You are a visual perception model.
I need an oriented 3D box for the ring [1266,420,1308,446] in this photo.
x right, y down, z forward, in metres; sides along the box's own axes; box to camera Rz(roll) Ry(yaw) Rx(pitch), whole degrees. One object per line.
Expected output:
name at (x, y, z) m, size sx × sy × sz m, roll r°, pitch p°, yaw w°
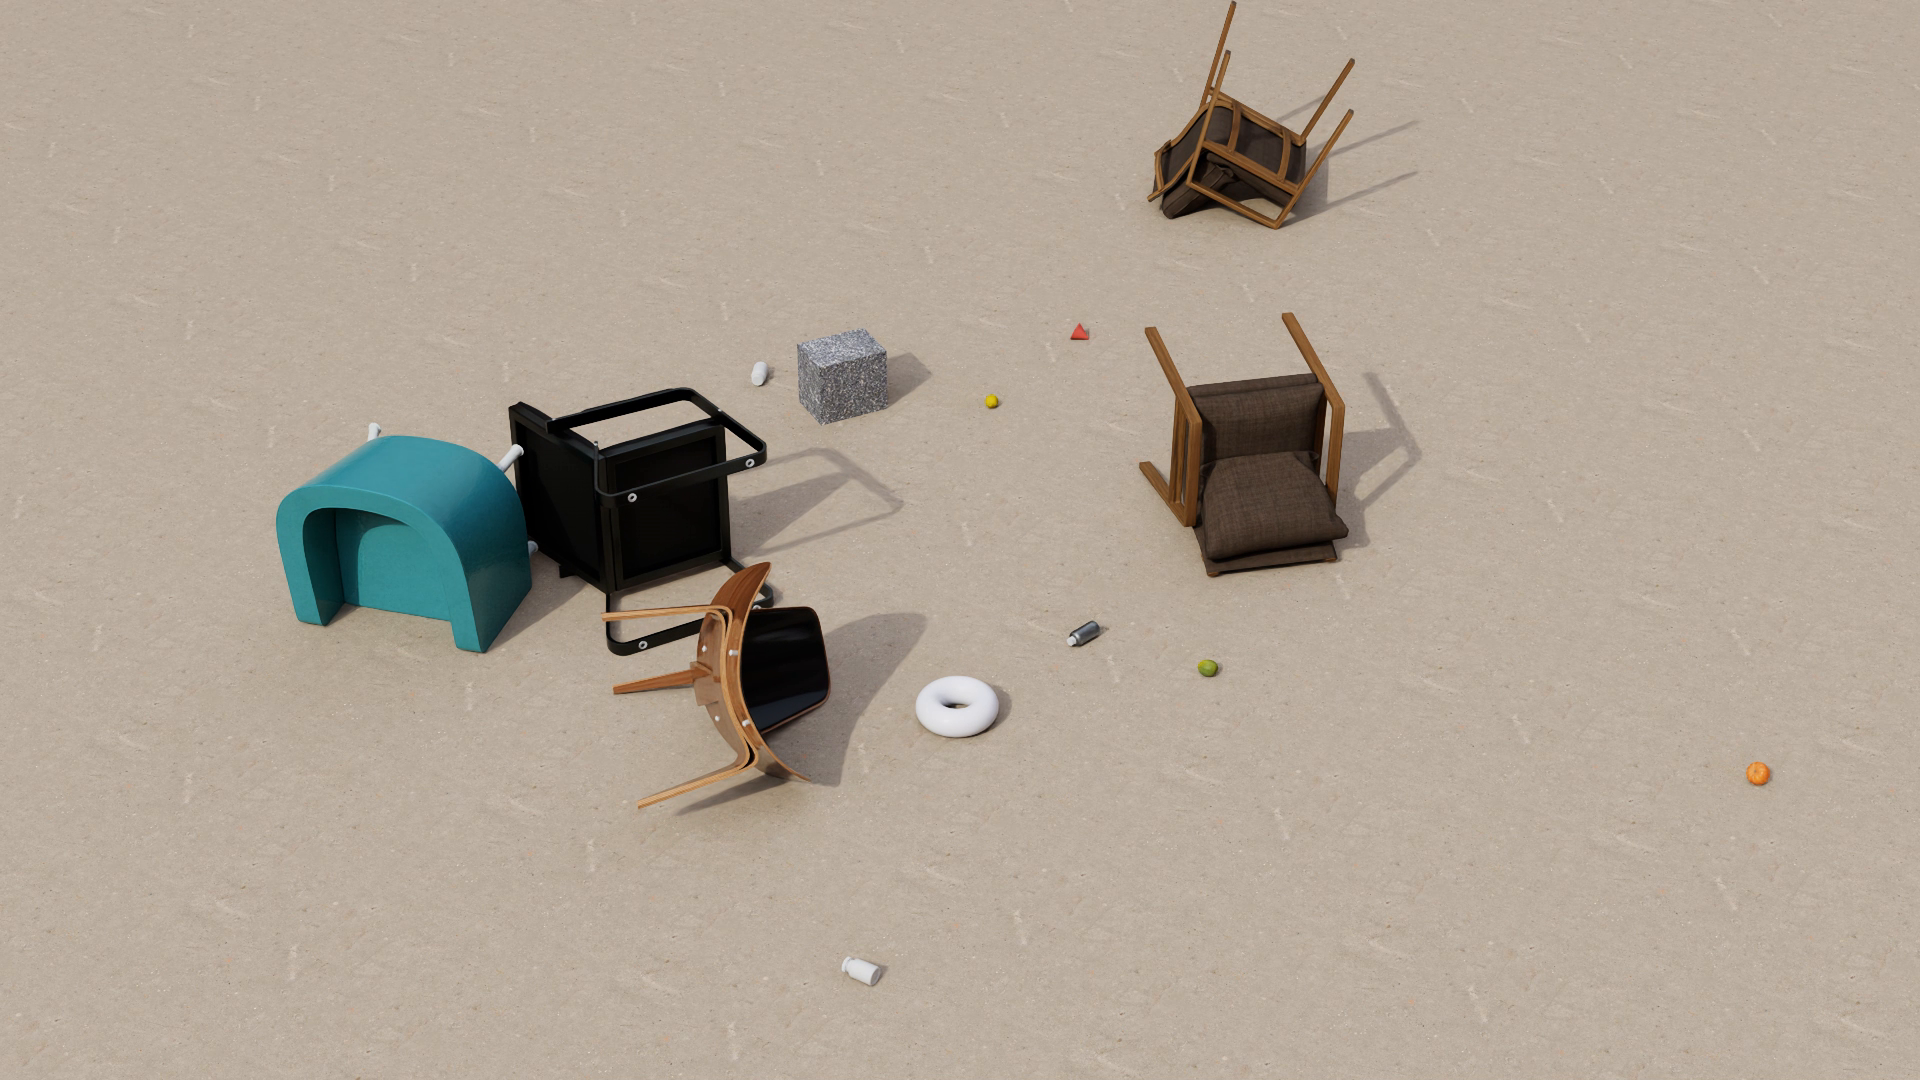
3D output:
ring at (1.289, -0.424, 11.542) m, size 0.165 × 0.051 × 0.157 m, roll 26°, pitch 41°, yaw 33°

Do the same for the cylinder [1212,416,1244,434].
cylinder at (1.060, -0.454, 11.598) m, size 0.102 × 0.039 × 0.077 m, roll 15°, pitch 39°, yaw 22°

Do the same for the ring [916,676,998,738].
ring at (-0.010, 0.567, 9.994) m, size 0.286 × 0.100 × 0.281 m, roll 3°, pitch 34°, yaw 6°

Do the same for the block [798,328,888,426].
block at (-0.469, -0.653, 11.694) m, size 0.292 × 0.265 × 0.212 m, roll -16°, pitch 36°, yaw -22°

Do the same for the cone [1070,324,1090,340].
cone at (0.509, -0.853, 12.209) m, size 0.070 × 0.076 × 0.082 m, roll 31°, pitch 33°, yaw -5°
